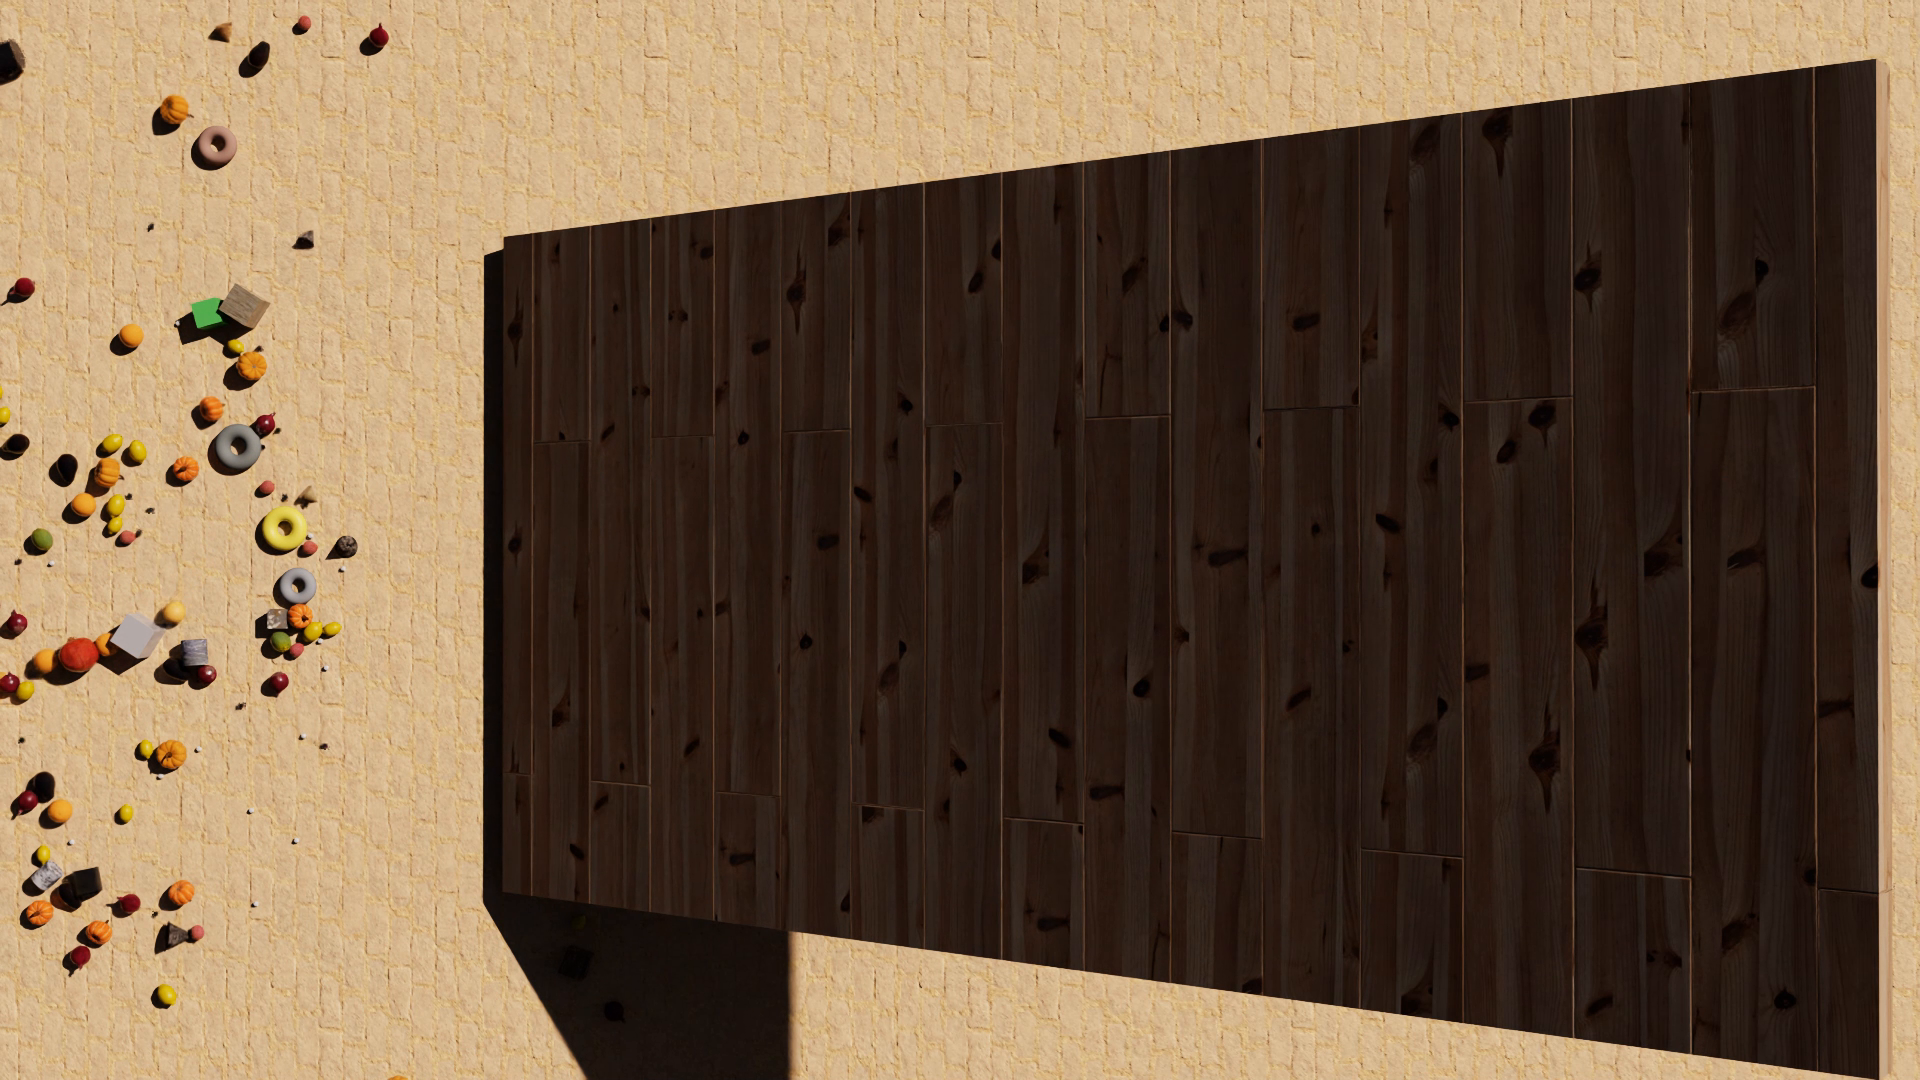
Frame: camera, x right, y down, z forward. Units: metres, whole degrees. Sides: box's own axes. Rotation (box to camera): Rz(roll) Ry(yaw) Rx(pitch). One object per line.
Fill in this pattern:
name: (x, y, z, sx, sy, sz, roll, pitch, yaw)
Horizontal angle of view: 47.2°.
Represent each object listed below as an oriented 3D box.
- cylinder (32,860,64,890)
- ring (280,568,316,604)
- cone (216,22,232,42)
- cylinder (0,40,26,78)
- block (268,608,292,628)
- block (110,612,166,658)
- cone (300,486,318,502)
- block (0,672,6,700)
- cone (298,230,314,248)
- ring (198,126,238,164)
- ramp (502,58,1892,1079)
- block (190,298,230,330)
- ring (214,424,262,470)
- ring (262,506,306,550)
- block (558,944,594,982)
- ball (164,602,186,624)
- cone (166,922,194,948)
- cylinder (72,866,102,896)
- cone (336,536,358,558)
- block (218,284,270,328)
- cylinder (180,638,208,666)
cylinder: (-2.803, 1.031, 6.755, 0.065, 0.065, 0.065, -41, 90, 0)
ring: (-2.040, 0.143, 6.775, 0.116, 0.039, 0.116, 0, 88, -1)
cone: (-2.265, -1.562, 6.793, 0.056, 0.056, 0.056, -12, 116, 0)
cylinder: (-2.937, -1.476, 6.760, 0.091, 0.091, 0.091, -21, 90, 0)
block: (-2.092, 0.242, 6.764, 0.058, 0.058, 0.058, 0, 90, 0)
block: (-2.519, 0.293, 6.743, 0.099, 0.099, 0.099, 33, 90, 0)
cone: (-2.000, -0.133, 6.784, 0.052, 0.052, 0.052, -45, 116, 0)
block: (-3.002, 0.448, 6.743, 0.097, 0.097, 0.097, 11, 90, 0)
cone: (-2.009, -0.939, 6.790, 0.053, 0.053, 0.053, 17, 63, 0)
ring: (-2.291, -1.217, 6.783, 0.122, 0.041, 0.122, 0, 89, -1)
ramp: (0.231, 0.065, 5.549, 4.000, 0.100, 2.000, 0, 89, 37)
block: (-2.305, -0.695, 6.761, 0.077, 0.077, 0.077, -16, 90, 0)
ring: (-2.224, -0.286, 6.773, 0.144, 0.048, 0.144, 0, 90, 1)
ring: (-2.080, -0.035, 6.773, 0.138, 0.046, 0.138, 0, 91, -1)
block: (-1.177, 1.298, 6.747, 0.078, 0.078, 0.078, 20, 90, 0)
ball: (-2.413, 0.222, 6.759, 0.068, 0.068, 0.068, 0, 90, 0)
cone: (-2.396, 1.217, 6.768, 0.083, 0.083, 0.083, 6, 90, -26)
cylinder: (-2.677, 1.046, 6.749, 0.077, 0.077, 0.077, -10, 90, 0)
cone: (-1.896, 0.021, 6.759, 0.070, 0.070, 0.070, 0, 90, 0)
block: (-2.196, -0.718, 6.753, 0.094, 0.094, 0.094, 33, 90, 0)
cylinder: (-2.351, 0.345, 6.754, 0.077, 0.077, 0.077, -3, 90, 0)
